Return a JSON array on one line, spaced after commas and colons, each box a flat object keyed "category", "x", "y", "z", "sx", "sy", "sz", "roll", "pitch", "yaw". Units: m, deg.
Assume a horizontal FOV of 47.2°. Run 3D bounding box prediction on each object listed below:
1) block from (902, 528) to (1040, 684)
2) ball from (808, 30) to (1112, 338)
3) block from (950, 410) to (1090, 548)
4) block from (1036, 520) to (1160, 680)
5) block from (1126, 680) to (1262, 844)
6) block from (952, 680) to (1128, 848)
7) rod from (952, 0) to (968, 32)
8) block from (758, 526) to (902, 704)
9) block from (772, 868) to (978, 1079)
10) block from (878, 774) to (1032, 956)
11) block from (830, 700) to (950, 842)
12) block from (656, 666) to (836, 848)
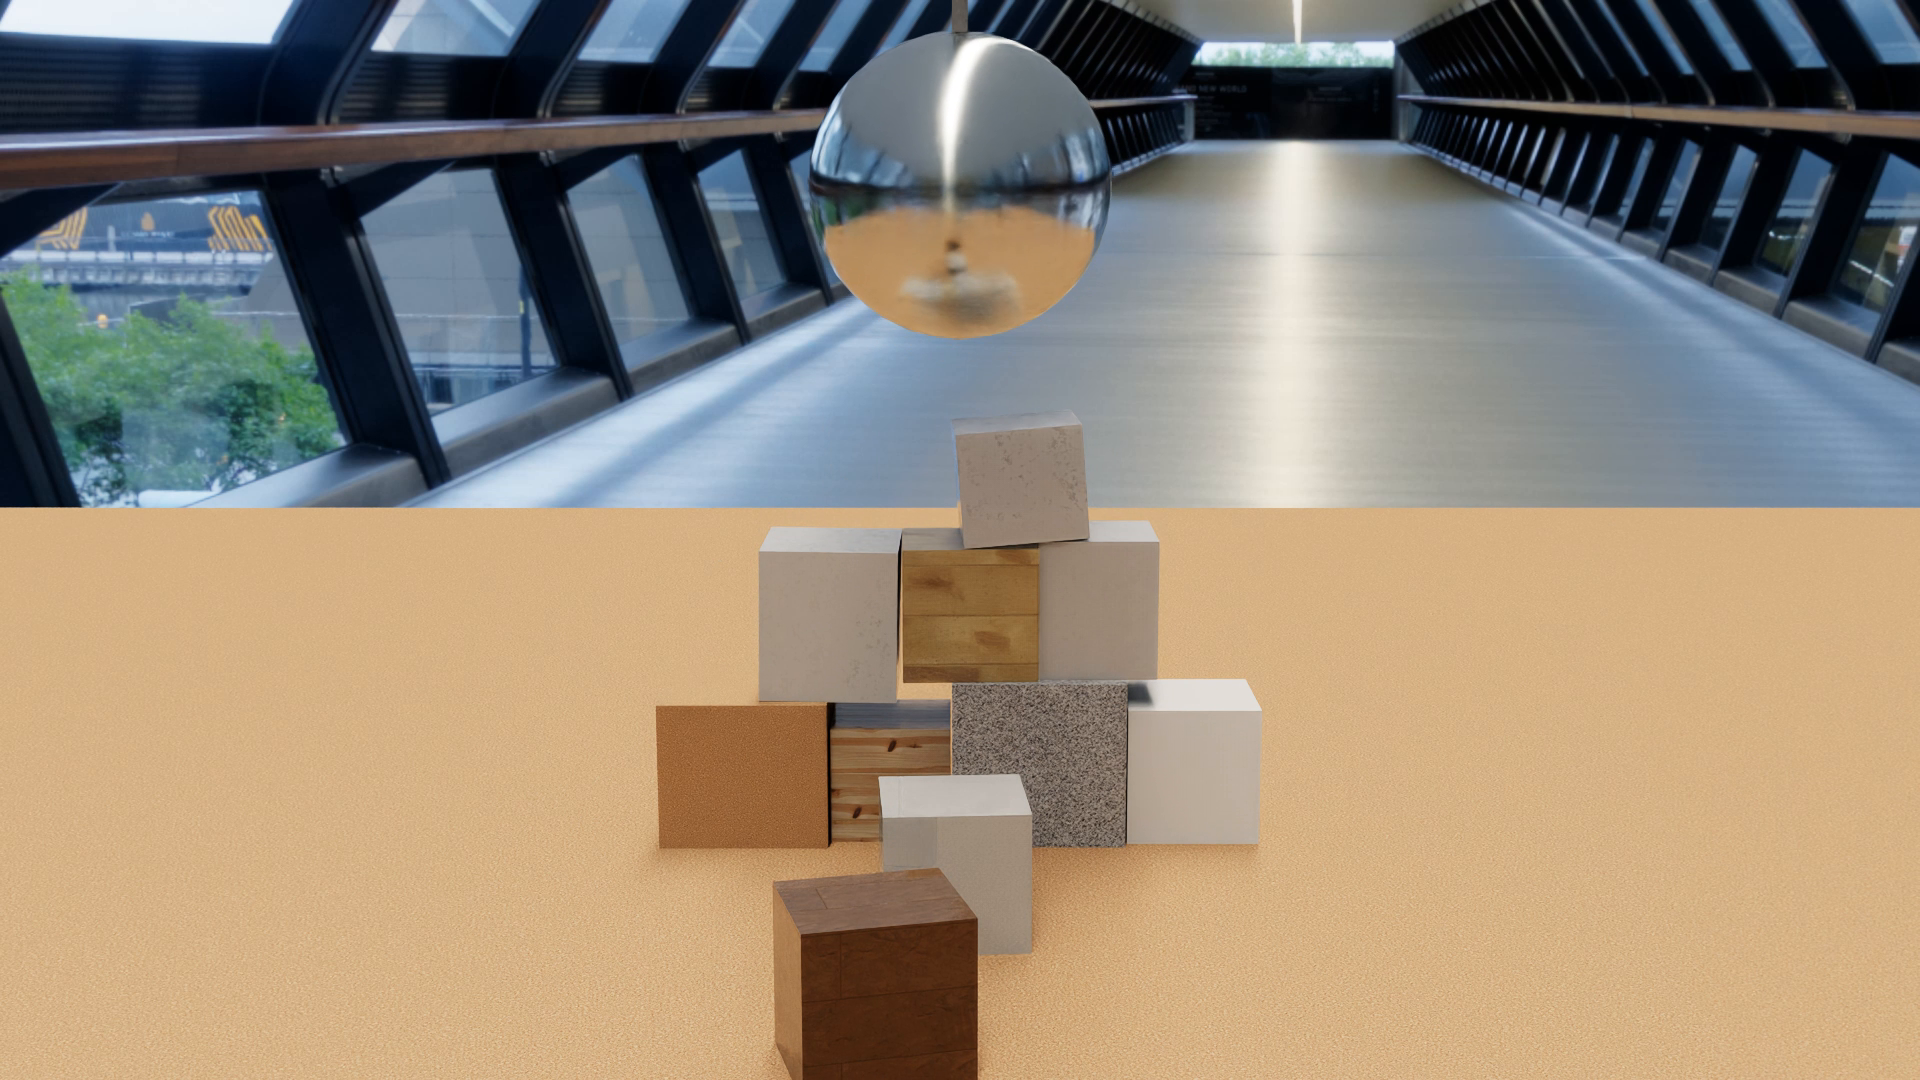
[{"category": "block", "x": 0.044, "y": 0.323, "z": 11.208, "sx": 0.674, "sy": 0.672, "sz": 0.638, "roll": 0, "pitch": 10, "yaw": -2}, {"category": "ball", "x": 0.000, "y": -1.862, "z": 11.578, "sx": 1.600, "sy": 1.600, "sz": 1.600, "roll": 0, "pitch": 10, "yaw": 0}, {"category": "block", "x": 0.297, "y": -0.315, "z": 11.108, "sx": 0.624, "sy": 0.568, "sz": 0.613, "roll": -5, "pitch": 10, "yaw": -2}, {"category": "block", "x": 0.688, "y": 0.300, "z": 11.247, "sx": 0.599, "sy": 0.703, "sz": 0.608, "roll": 0, "pitch": 10, "yaw": 0}, {"category": "block", "x": 1.176, "y": 1.136, "z": 11.374, "sx": 0.668, "sy": 0.695, "sz": 0.653, "roll": 0, "pitch": 10, "yaw": 0}, {"category": "block", "x": 0.396, "y": 1.059, "z": 11.391, "sx": 0.871, "sy": 0.841, "sz": 0.823, "roll": 0, "pitch": 10, "yaw": 0}, {"category": "rod", "x": 0.000, "y": -5.109, "z": 10.571, "sx": 0.080, "sy": 5.200, "sz": 0.080, "roll": 0, "pitch": 17, "yaw": 0}, {"category": "block", "x": -0.653, "y": 0.373, "z": 11.251, "sx": 0.687, "sy": 0.762, "sz": 0.695, "roll": 1, "pitch": 10, "yaw": 0}, {"category": "block", "x": -0.332, "y": 1.691, "z": 8.418, "sx": 0.667, "sy": 0.660, "sz": 0.597, "roll": -3, "pitch": 11, "yaw": -14}, {"category": "block", "x": -0.030, "y": 1.447, "z": 9.843, "sx": 0.646, "sy": 0.632, "sz": 0.622, "roll": -1, "pitch": 10, "yaw": -4}, {"category": "block", "x": -0.351, "y": 1.187, "z": 11.395, "sx": 0.605, "sy": 0.588, "sz": 0.613, "roll": 0, "pitch": 10, "yaw": 0}, {"category": "block", "x": -1.087, "y": 1.110, "z": 11.392, "sx": 0.847, "sy": 0.740, "sz": 0.847, "roll": 0, "pitch": 10, "yaw": 0}]
